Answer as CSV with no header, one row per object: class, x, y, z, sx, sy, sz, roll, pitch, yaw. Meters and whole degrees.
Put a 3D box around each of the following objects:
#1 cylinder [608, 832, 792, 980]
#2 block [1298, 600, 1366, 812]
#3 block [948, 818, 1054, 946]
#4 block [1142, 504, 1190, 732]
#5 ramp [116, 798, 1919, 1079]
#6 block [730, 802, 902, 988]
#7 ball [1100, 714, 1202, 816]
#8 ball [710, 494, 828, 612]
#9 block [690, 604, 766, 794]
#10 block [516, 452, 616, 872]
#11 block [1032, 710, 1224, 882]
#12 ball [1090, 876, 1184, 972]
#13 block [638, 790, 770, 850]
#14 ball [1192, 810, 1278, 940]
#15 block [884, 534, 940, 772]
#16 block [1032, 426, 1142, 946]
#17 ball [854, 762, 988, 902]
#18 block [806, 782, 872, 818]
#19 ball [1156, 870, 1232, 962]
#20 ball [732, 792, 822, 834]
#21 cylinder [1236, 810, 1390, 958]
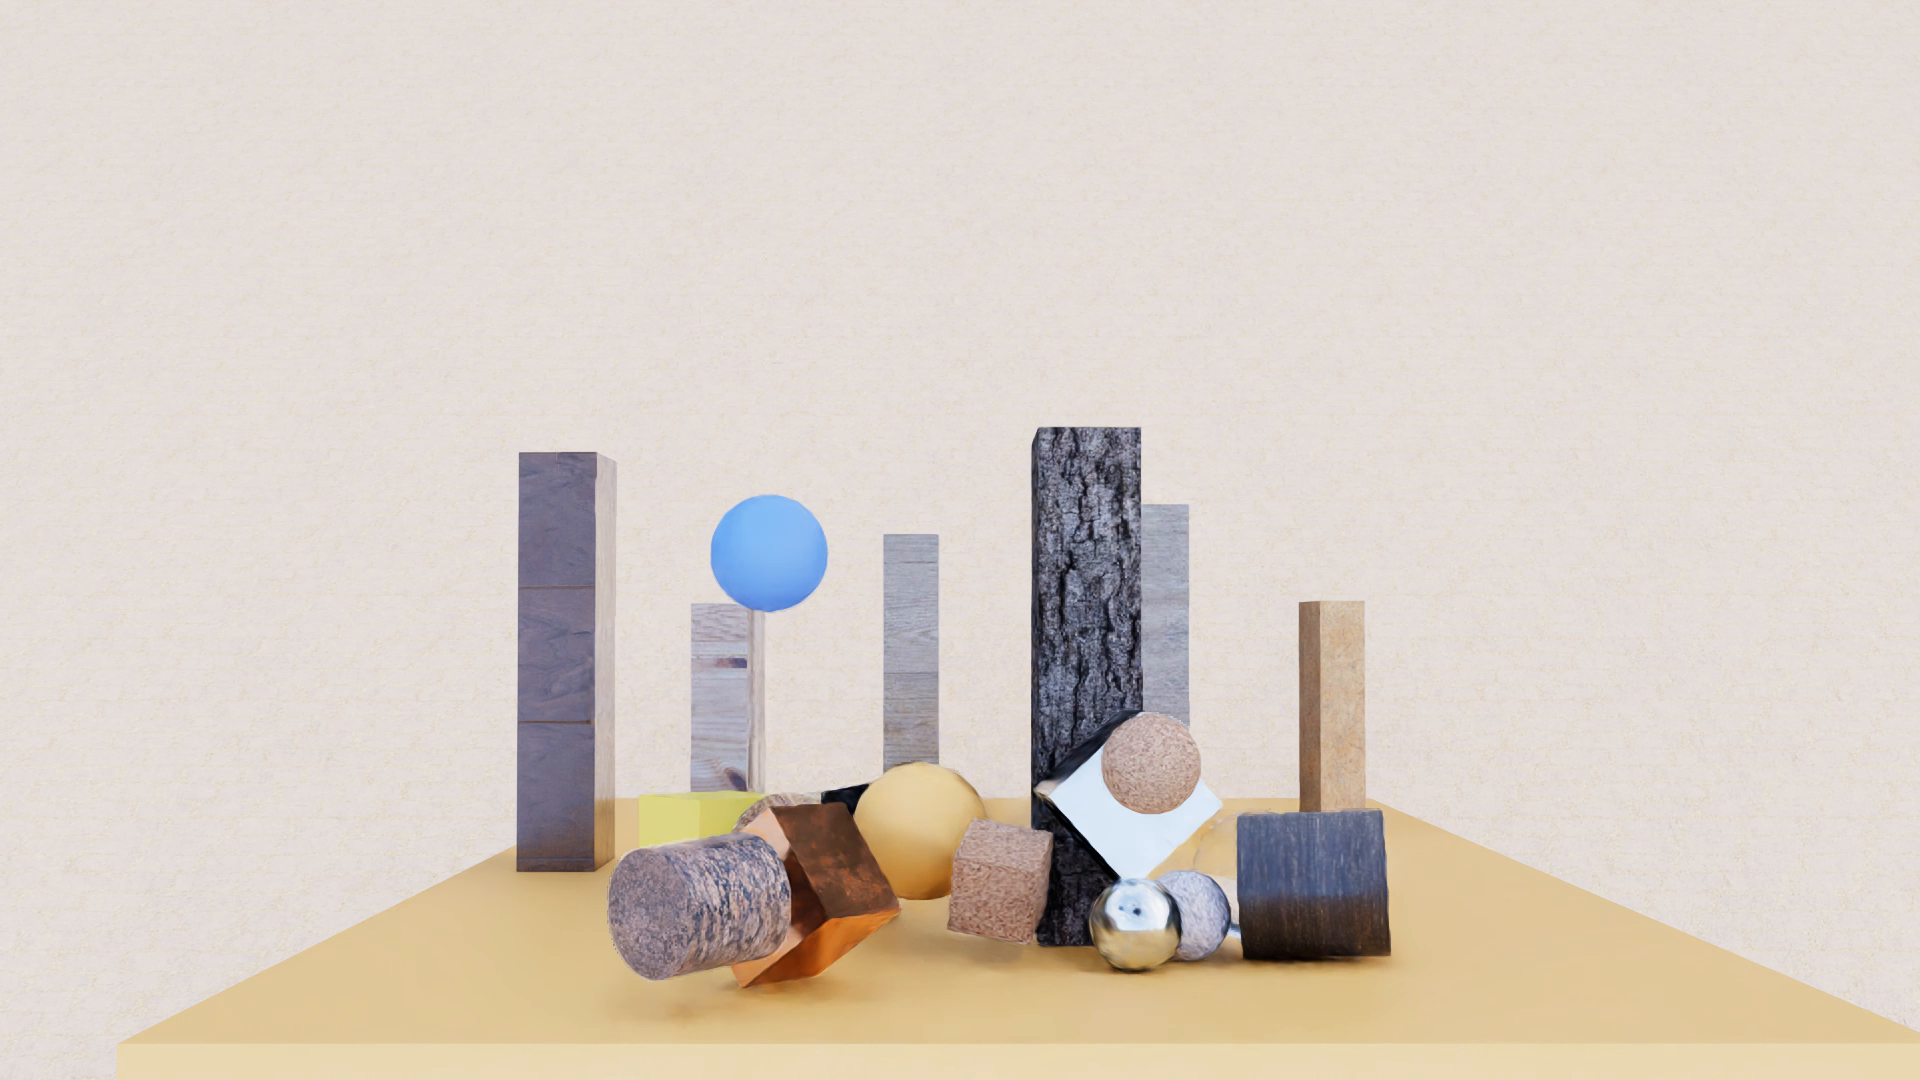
cylinder,-0.306,0.430,3.064,0.153,0.153,0.153,-4,28,-46
block,0.830,0.391,5.806,0.097,0.508,0.359,0,-2,0
block,0.056,0.464,3.533,0.114,0.114,0.114,9,23,11
block,0.462,0.290,6.038,0.108,0.727,0.414,0,-2,0
ramp,0.077,0.665,4.838,2.000,0.100,4.000,0,-2,0
block,-0.211,0.448,3.289,0.162,0.162,0.162,5,49,-58
ball,0.229,0.269,3.109,0.120,0.120,0.120,0,35,0
ball,-0.226,0.015,3.081,0.140,0.140,0.140,0,35,0
block,-0.406,0.360,4.583,0.095,0.493,0.430,0,-2,0
block,-0.748,0.230,4.956,0.144,0.778,0.286,0,-2,0
block,0.230,0.358,3.611,0.171,0.171,0.171,-42,2,-6
ball,0.233,0.507,3.428,0.124,0.124,0.124,0,35,0
block,-0.400,0.506,4.238,0.179,0.179,0.179,2,-2,-40
ball,0.429,0.485,3.749,0.190,0.190,0.190,0,35,0
block,-0.111,0.324,6.091,0.127,0.662,0.363,0,-2,0
block,0.186,0.214,3.892,0.147,0.741,0.371,0,-2,0
ball,-0.057,0.420,3.744,0.199,0.199,0.199,0,35,0
block,-0.184,0.464,4.025,0.158,0.158,0.158,-6,-5,-38
ball,0.306,0.510,3.532,0.125,0.125,0.125,0,35,0
ball,-0.239,0.433,3.599,0.166,0.166,0.166,0,35,0
cylinder,0.483,0.470,3.545,0.196,0.196,0.196,-3,34,10
